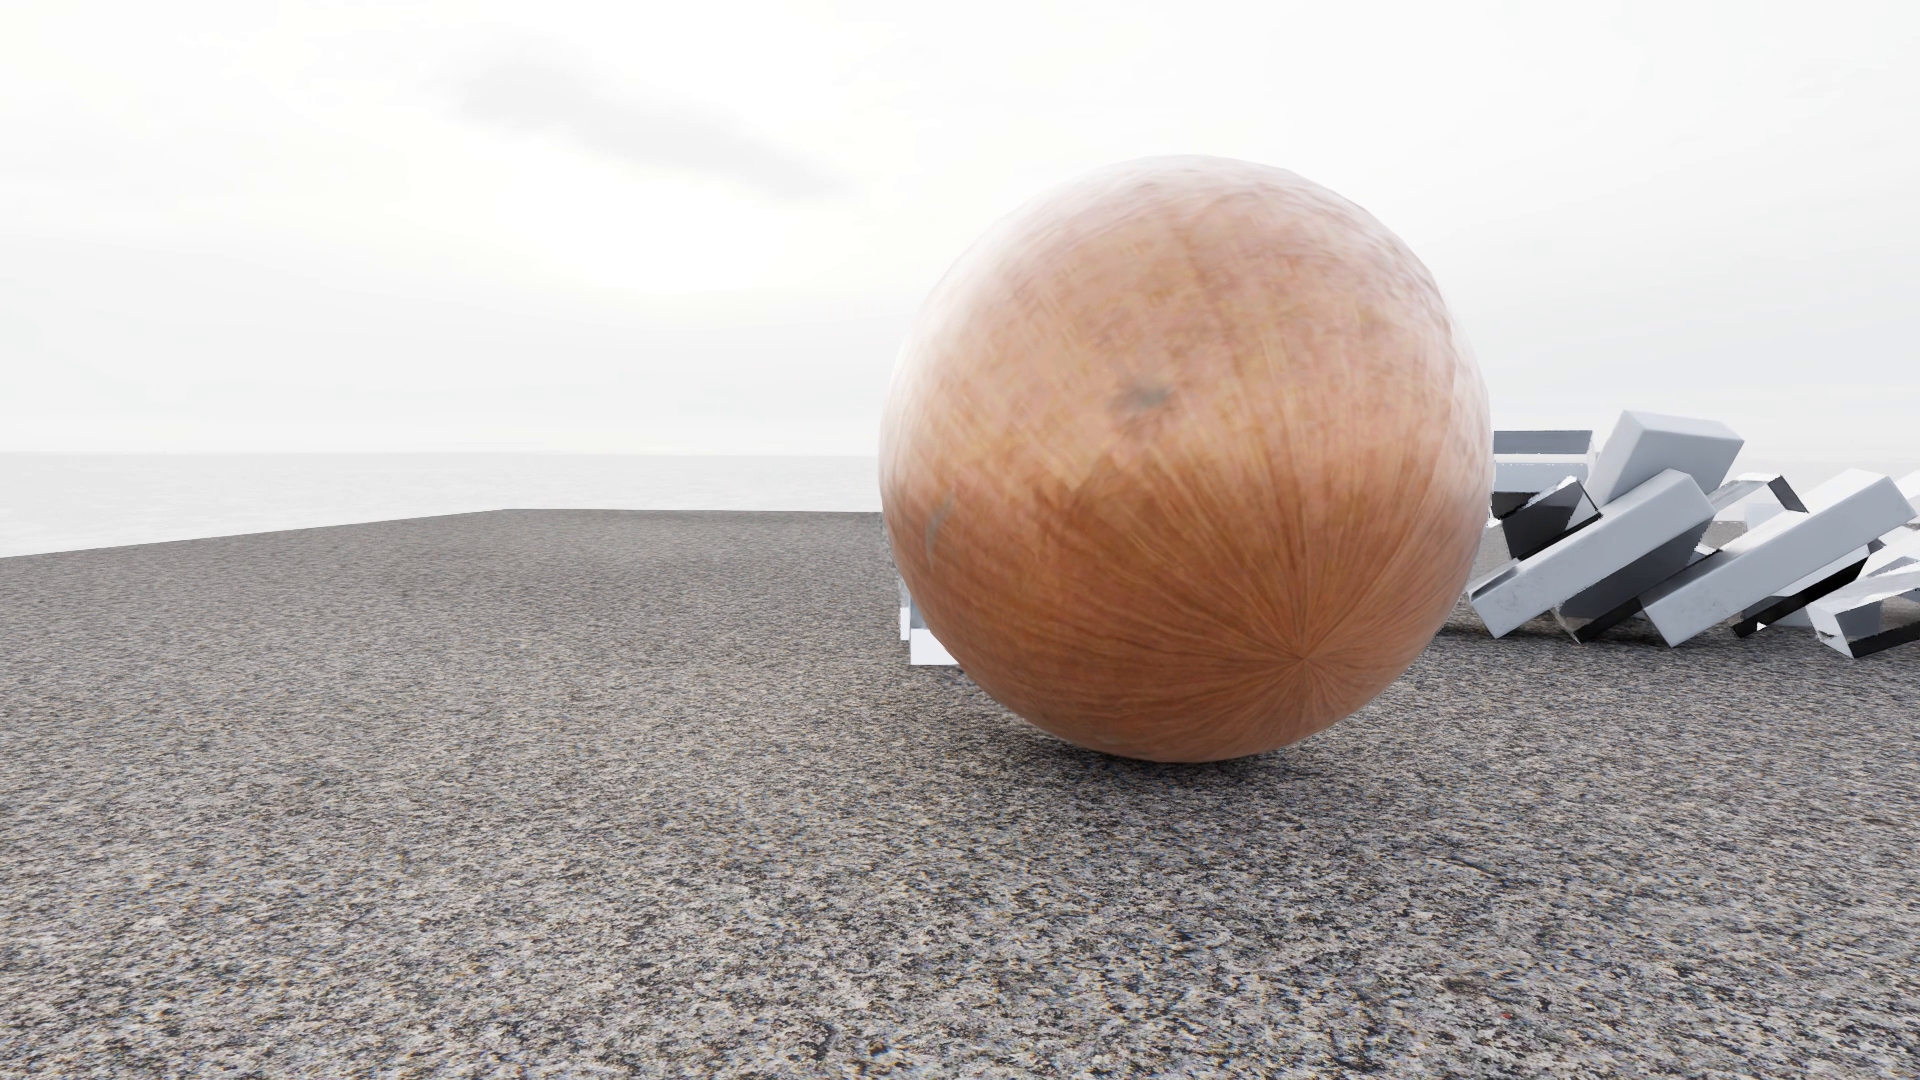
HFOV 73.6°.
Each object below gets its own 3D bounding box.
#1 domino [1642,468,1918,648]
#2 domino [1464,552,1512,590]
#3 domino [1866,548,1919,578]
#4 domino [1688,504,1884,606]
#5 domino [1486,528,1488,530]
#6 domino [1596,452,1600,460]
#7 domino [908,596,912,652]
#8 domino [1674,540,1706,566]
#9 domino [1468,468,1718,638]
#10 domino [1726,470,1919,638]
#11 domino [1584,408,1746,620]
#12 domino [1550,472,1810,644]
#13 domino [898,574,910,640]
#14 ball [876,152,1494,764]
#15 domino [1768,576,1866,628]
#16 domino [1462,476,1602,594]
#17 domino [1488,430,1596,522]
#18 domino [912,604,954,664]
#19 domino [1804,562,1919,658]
[{"bbox_3d":[0.169,0.004,0.270,0.050,0.009,0.025,-35,-6,21],"label":"domino"},{"bbox_3d":[0.169,0.010,0.374,0.050,0.010,0.025,3,5,33],"label":"domino"},{"bbox_3d":[0.240,0.005,0.327,0.025,0.009,0.050,20,21,12],"label":"domino"},{"bbox_3d":[0.220,0.003,0.350,0.025,0.010,0.050,5,20,-26],"label":"domino"},{"bbox_3d":[0.098,0.004,0.302,0.050,0.009,0.025,-29,-7,21],"label":"domino"},{"bbox_3d":[0.157,-0.003,0.335,0.025,0.009,0.050,3,-37,37],"label":"domino"},{"bbox_3d":[0.001,0.003,0.279,0.025,0.009,0.050,0,40,-3],"label":"domino"},{"bbox_3d":[0.193,0.002,0.361,0.050,0.010,0.025,29,19,34],"label":"domino"},{"bbox_3d":[0.137,0.003,0.283,0.050,0.010,0.025,-35,-6,20],"label":"domino"},{"bbox_3d":[0.190,0.003,0.280,0.050,0.010,0.025,-36,-9,23],"label":"domino"},{"bbox_3d":[0.158,-0.005,0.300,0.025,0.050,0.009,5,33,-10],"label":"domino"},{"bbox_3d":[0.153,0.004,0.278,0.050,0.009,0.025,-35,-6,16],"label":"domino"},{"bbox_3d":[-0.002,0.002,0.296,0.025,0.009,0.050,-1,40,-4],"label":"domino"},{"bbox_3d":[0.029,-0.010,0.173,0.080,0.080,0.080,0,4,0],"label":"ball"},{"bbox_3d":[0.205,0.005,0.315,0.025,0.010,0.050,2,27,29],"label":"domino"},{"bbox_3d":[0.119,0.003,0.292,0.050,0.009,0.025,-34,-9,21],"label":"domino"},{"bbox_3d":[0.144,-0.004,0.318,0.025,0.050,0.009,3,42,35],"label":"domino"},{"bbox_3d":[0.003,0.004,0.263,0.025,0.010,0.050,0,40,-2],"label":"domino"},{"bbox_3d":[0.201,0.009,0.257,0.050,0.010,0.025,-24,-4,21],"label":"domino"}]
